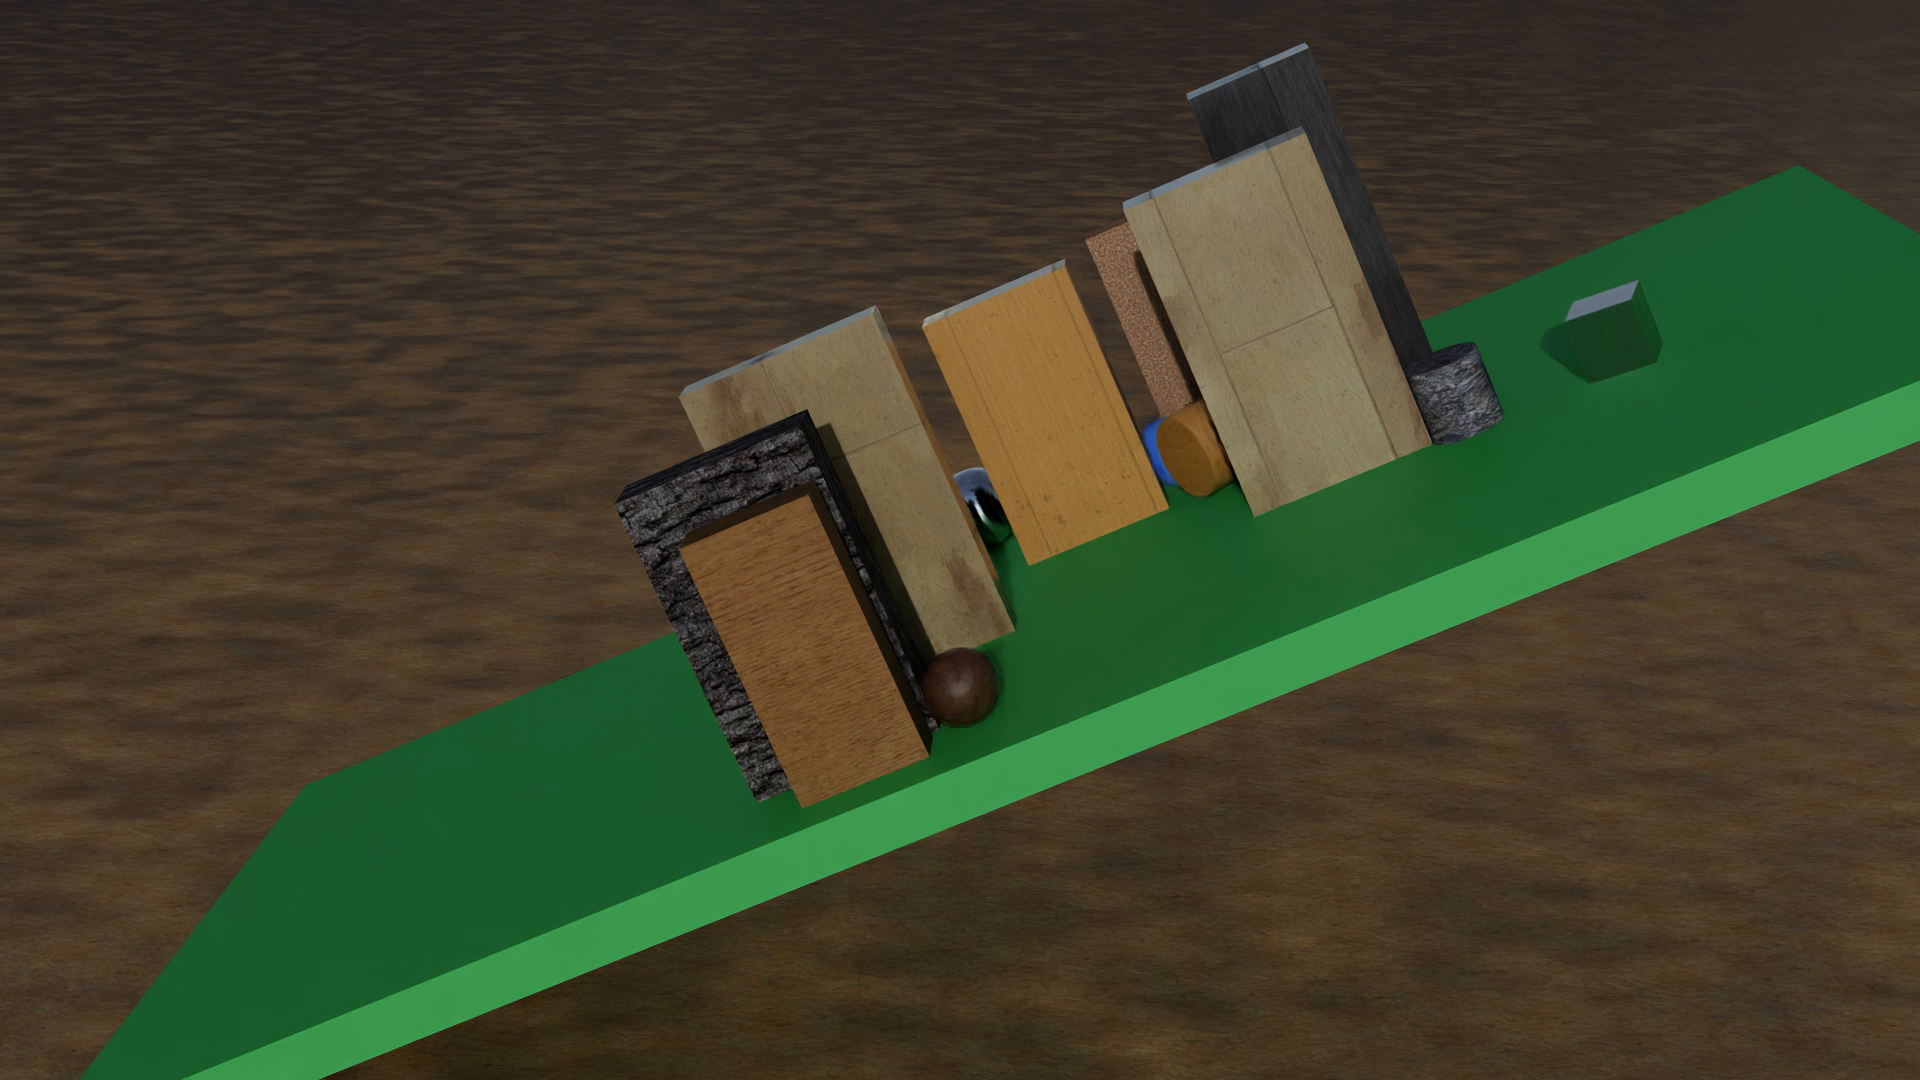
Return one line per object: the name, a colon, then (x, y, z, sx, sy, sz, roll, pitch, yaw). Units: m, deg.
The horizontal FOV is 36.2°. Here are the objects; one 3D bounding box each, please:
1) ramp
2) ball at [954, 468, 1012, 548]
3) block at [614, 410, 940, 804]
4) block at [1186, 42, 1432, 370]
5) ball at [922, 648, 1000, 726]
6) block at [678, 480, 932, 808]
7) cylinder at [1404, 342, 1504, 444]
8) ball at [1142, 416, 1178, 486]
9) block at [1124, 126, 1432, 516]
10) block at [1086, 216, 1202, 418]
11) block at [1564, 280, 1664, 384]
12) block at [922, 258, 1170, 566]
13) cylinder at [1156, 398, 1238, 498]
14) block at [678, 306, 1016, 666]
ramp: (0.131, 0.171, 6.285, 4.000, 0.100, 2.000, -22, 13, 8)
ball: (0.040, -0.072, 6.777, 0.190, 0.190, 0.190, 0, 15, 0)
block: (-0.340, 0.128, 5.624, 0.384, 0.642, 0.150, -22, 13, 8)
block: (0.789, -0.690, 6.576, 0.285, 0.775, 0.125, -22, 13, 8)
ball: (0.002, 0.276, 5.525, 0.147, 0.147, 0.147, 0, 15, 0)
block: (-0.283, 0.194, 5.469, 0.261, 0.545, 0.118, -22, 13, 8)
cylinder: (1.007, -0.299, 5.995, 0.156, 0.156, 0.156, -23, 13, 5)
ball: (0.472, -0.199, 6.579, 0.155, 0.155, 0.155, 0, 15, 0)
block: (0.650, -0.444, 6.020, 0.393, 0.691, 0.121, -22, 13, 8)
block: (0.540, -0.520, 6.867, 0.306, 0.545, 0.100, -22, 13, 8)
block: (1.322, -0.420, 5.945, 0.141, 0.141, 0.141, -18, 14, 25)
block: (0.190, -0.278, 6.443, 0.335, 0.581, 0.105, -22, 13, 8)
cylinder: (0.563, -0.220, 6.414, 0.191, 0.191, 0.191, -30, 27, -23)
block: (-0.224, -0.064, 6.026, 0.429, 0.716, 0.102, -22, 13, 8)
